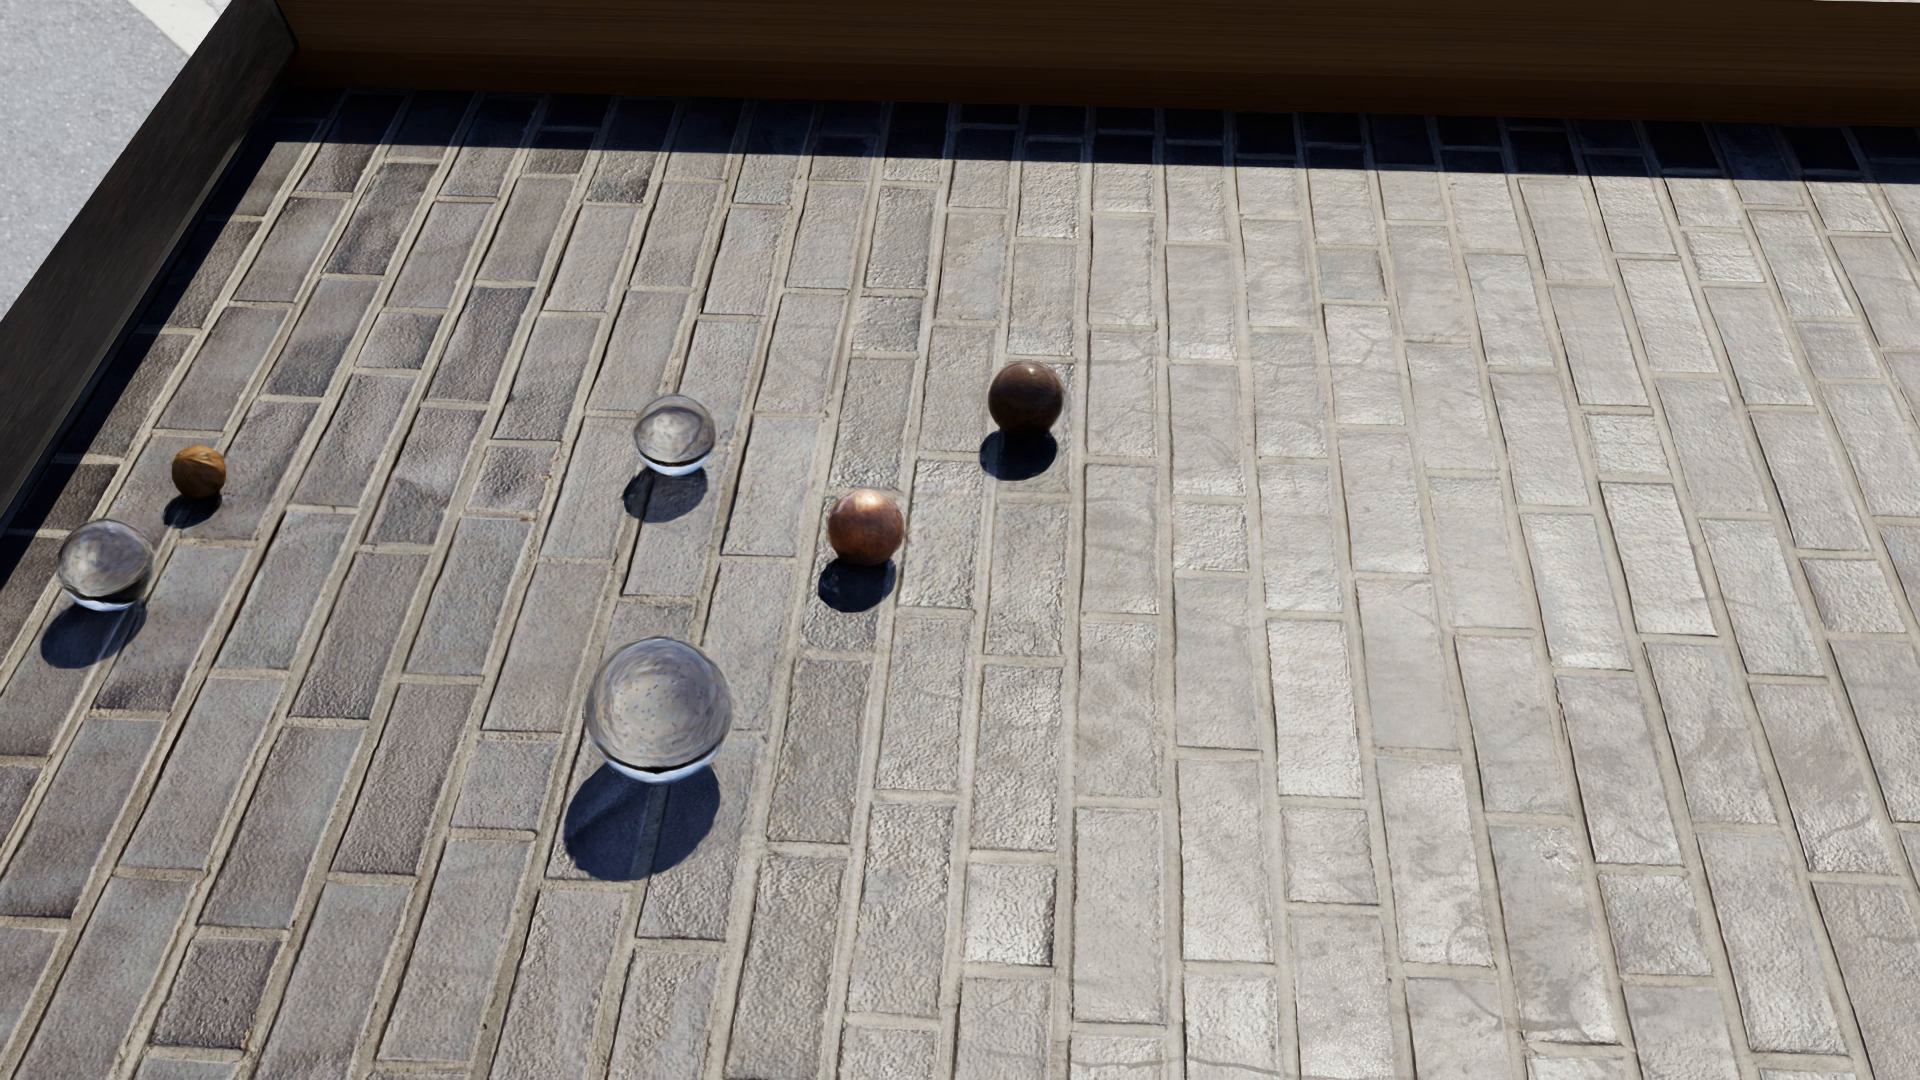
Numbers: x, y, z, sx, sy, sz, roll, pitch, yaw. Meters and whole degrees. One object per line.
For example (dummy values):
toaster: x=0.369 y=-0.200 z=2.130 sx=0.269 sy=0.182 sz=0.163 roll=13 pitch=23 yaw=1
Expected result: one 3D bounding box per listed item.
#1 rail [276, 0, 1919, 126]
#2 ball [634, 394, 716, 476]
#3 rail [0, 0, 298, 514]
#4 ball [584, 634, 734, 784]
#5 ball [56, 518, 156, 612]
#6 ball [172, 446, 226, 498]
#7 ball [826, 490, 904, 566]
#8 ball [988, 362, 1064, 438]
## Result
rail: x=0.775 y=-0.446 z=2.441 sx=2.926 sy=0.126 sz=0.045 roll=2 pitch=35 yaw=3
ball: x=-0.220 y=-0.081 z=1.978 sx=0.063 sy=0.063 sz=0.063 roll=0 pitch=35 yaw=0
rail: x=-0.707 y=-0.050 z=1.877 sx=0.045 sy=0.126 sz=1.592 roll=2 pitch=35 yaw=3
ball: x=-0.196 y=0.111 z=1.676 sx=0.097 sy=0.097 sz=0.097 roll=0 pitch=35 yaw=0
ball: x=-0.610 y=0.018 z=1.834 sx=0.067 sy=0.067 sz=0.067 roll=0 pitch=35 yaw=0
ball: x=-0.580 y=-0.052 z=1.957 sx=0.041 sy=0.041 sz=0.041 roll=0 pitch=35 yaw=0
ball: x=-0.069 y=-0.009 z=1.881 sx=0.057 sy=0.057 sz=0.057 roll=0 pitch=35 yaw=0
ball: x=0.052 y=-0.110 z=2.022 sx=0.061 sy=0.061 sz=0.061 roll=0 pitch=35 yaw=0
